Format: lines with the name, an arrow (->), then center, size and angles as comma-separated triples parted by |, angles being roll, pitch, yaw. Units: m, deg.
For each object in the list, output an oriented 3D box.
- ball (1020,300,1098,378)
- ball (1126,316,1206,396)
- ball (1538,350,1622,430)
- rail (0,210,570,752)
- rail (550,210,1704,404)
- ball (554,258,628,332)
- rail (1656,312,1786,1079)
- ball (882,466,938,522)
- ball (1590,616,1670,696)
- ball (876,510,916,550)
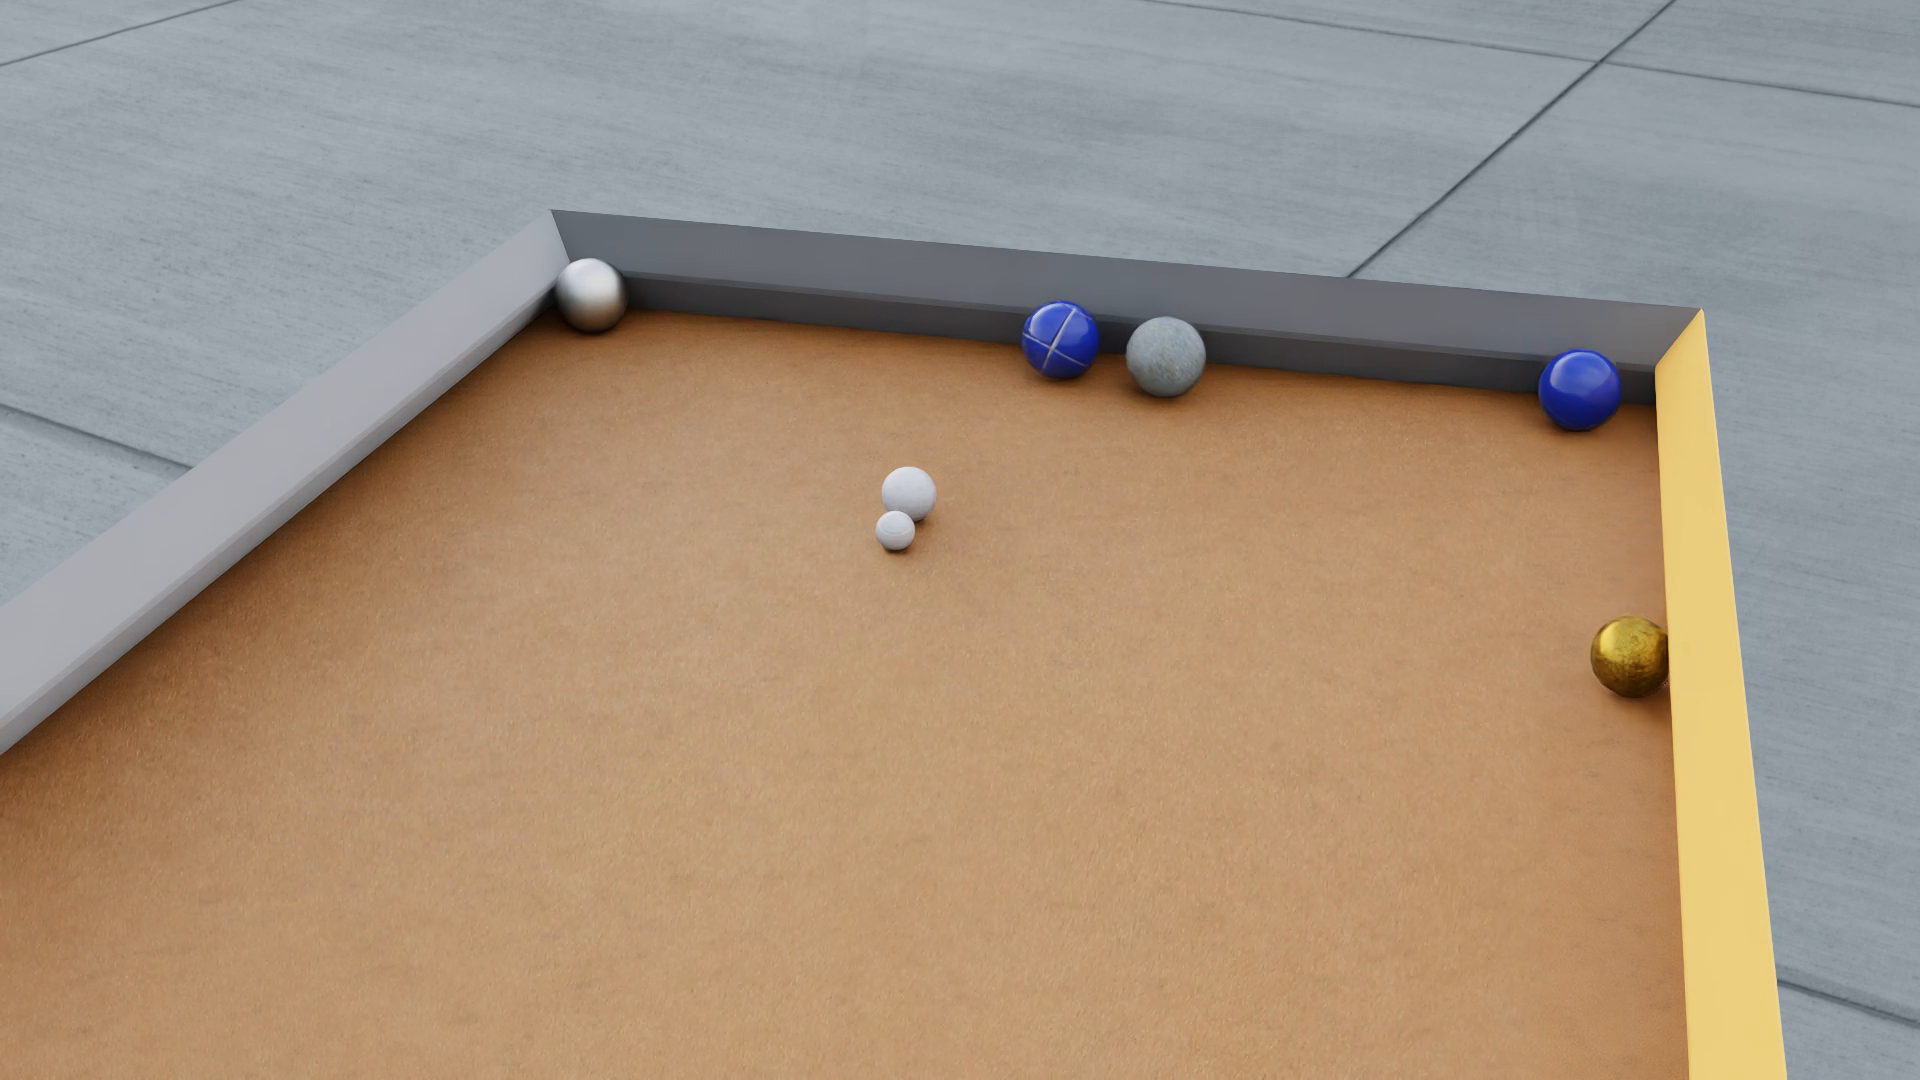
ball -> 0.119, -0.240, 2.632 | 0.093, 0.093, 0.093 | 0, 27, 0
ball -> 0.241, -0.215, 2.582 | 0.094, 0.094, 0.094 | 0, 27, 0
ball -> 0.703, -0.171, 2.495 | 0.092, 0.092, 0.092 | 0, 27, 0
rail -> -0.826, 0.171, 1.774 | 0.045, 0.122, 2.503 | 7, 27, 13
rail -> 0.154, -0.281, 2.679 | 1.425, 0.122, 0.045 | 7, 27, 13
ball -> -0.465, -0.308, 2.770 | 0.093, 0.093, 0.093 | 0, 27, 0
rail -> 0.507, 0.328, 1.460 | 0.045, 0.122, 2.503 | 7, 27, 13
ball -> -0.053, -0.047, 2.286 | 0.058, 0.058, 0.058 | 0, 27, 0
ball -> 0.601, 0.104, 1.968 | 0.072, 0.072, 0.072 | 0, 27, 0
ball -> -0.066, -0.009, 2.230 | 0.040, 0.040, 0.040 | 0, 27, 0
